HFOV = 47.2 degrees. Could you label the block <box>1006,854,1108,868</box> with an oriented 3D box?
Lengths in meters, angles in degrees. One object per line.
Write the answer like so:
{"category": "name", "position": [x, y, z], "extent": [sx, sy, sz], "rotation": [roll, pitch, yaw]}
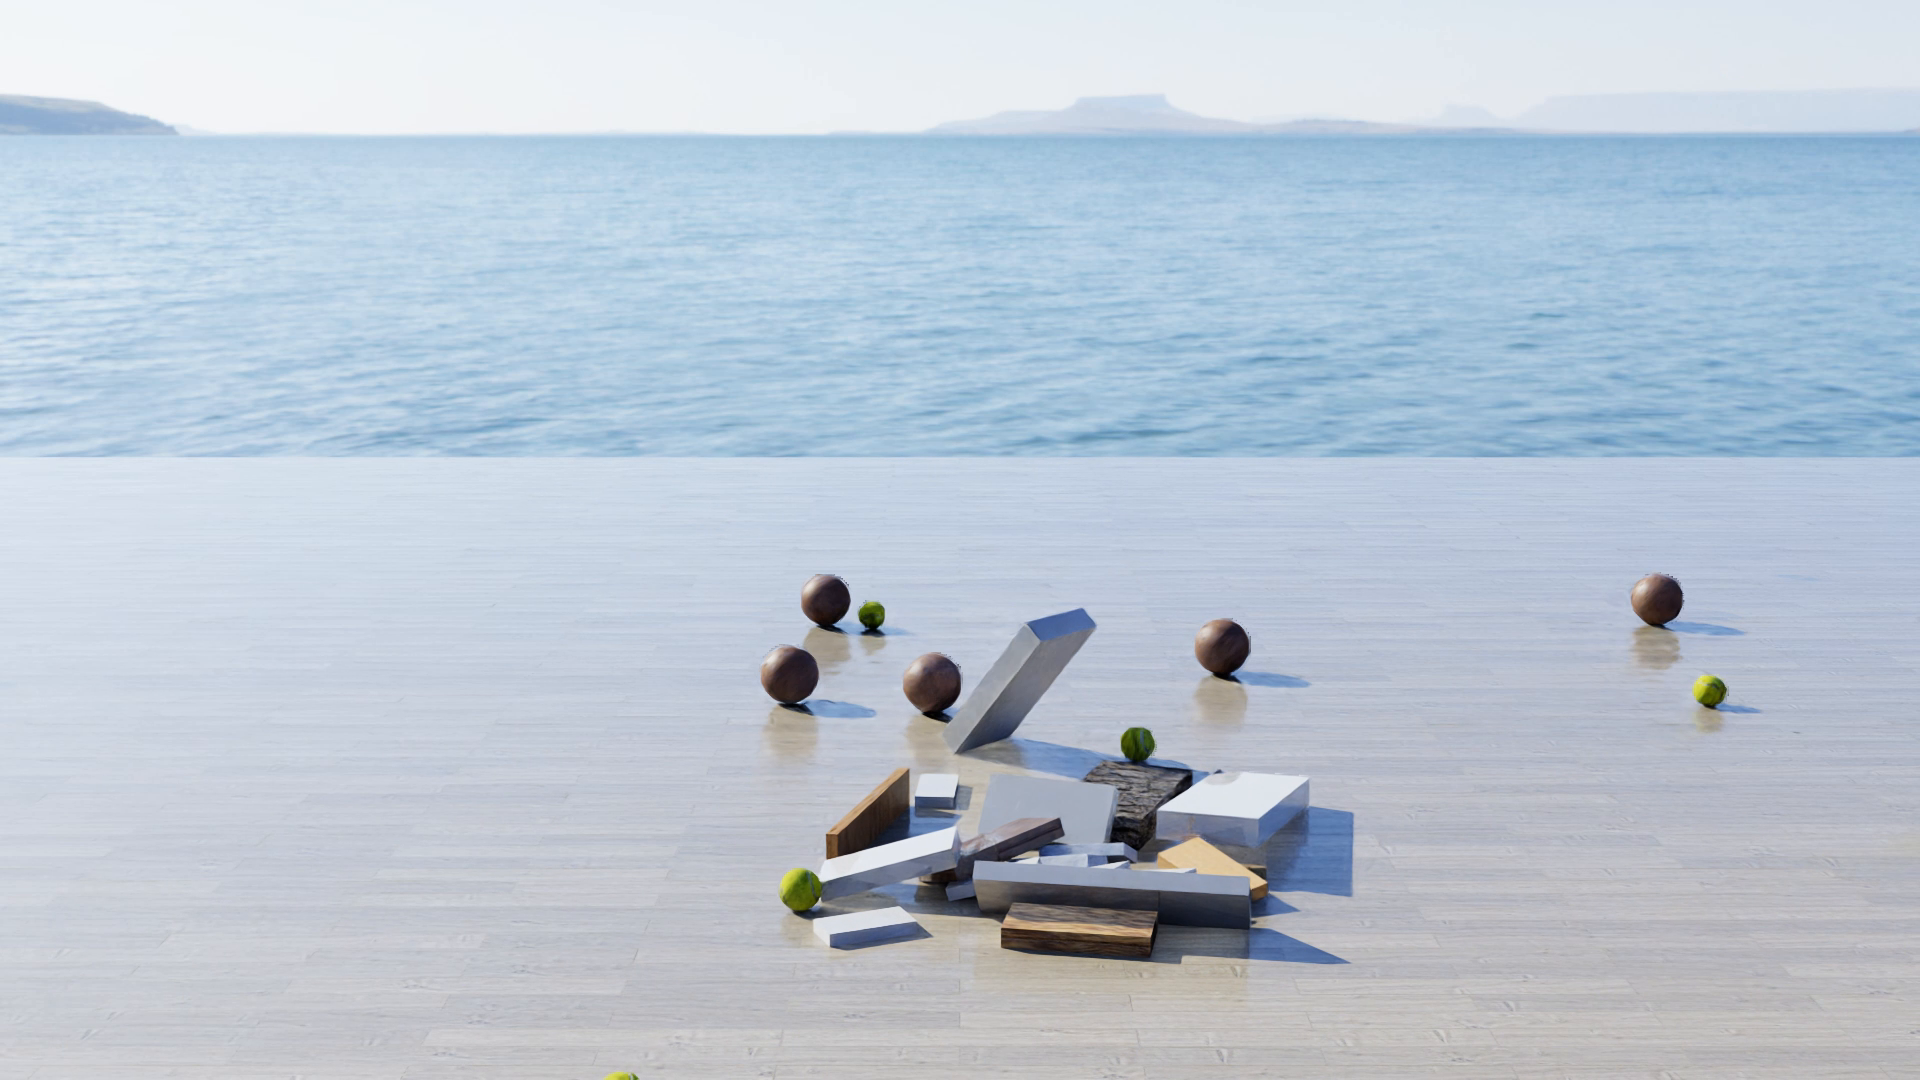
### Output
{"category": "block", "position": [0.164, 0.545, 3.701], "extent": [0.151, 0.021, 0.076], "rotation": [-8, -14, 28]}

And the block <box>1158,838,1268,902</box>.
{"category": "block", "position": [0.419, 0.556, 3.660], "extent": [0.089, 0.025, 0.177], "rotation": [-17, 28, -30]}

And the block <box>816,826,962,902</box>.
{"category": "block", "position": [-0.117, 0.540, 3.669], "extent": [0.234, 0.033, 0.117], "rotation": [-15, 9, 7]}

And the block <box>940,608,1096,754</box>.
{"category": "block", "position": [0.116, 0.287, 4.462], "extent": [0.178, 0.356, 0.050], "rotation": [-12, 56, -47]}

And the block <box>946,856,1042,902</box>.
{"category": "block", "position": [0.057, 0.562, 3.648], "extent": [0.151, 0.021, 0.076], "rotation": [-14, 7, 13]}

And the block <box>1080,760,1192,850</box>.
{"category": "block", "position": [0.297, 0.488, 4.078], "extent": [0.178, 0.050, 0.356], "rotation": [4, 11, 21]}

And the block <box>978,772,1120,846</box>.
{"category": "block", "position": [0.157, 0.486, 3.920], "extent": [0.234, 0.117, 0.033], "rotation": [4, -27, 21]}

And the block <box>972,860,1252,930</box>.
{"category": "block", "position": [0.243, 0.566, 3.503], "extent": [0.436, 0.117, 0.033], "rotation": [2, 54, 10]}

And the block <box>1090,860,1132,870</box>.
{"category": "block", "position": [0.184, 0.560, 3.602], "extent": [0.177, 0.025, 0.089], "rotation": [-14, -2, 29]}

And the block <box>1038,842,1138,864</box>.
{"category": "block", "position": [0.218, 0.536, 3.749], "extent": [0.151, 0.021, 0.076], "rotation": [-5, -20, 21]}

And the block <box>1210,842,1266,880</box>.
{"category": "block", "position": [0.473, 0.545, 3.819], "extent": [0.117, 0.033, 0.233], "rotation": [1, 11, 8]}

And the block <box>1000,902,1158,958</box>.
{"category": "block", "position": [0.189, 0.612, 3.458], "extent": [0.233, 0.033, 0.117], "rotation": [2, 11, 10]}

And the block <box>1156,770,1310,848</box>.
{"category": "block", "position": [0.498, 0.481, 3.962], "extent": [0.178, 0.050, 0.451], "rotation": [2, 4, 20]}

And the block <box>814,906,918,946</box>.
{"category": "block", "position": [-0.150, 0.613, 3.489], "extent": [0.148, 0.021, 0.074], "rotation": [-5, 11, -23]}

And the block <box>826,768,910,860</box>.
{"category": "block", "position": [-0.162, 0.501, 3.948], "extent": [0.021, 0.074, 0.415], "rotation": [3, 11, 16]}

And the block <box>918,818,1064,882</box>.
{"category": "block", "position": [0.051, 0.527, 3.748], "extent": [0.234, 0.033, 0.117], "rotation": [-17, 3, -34]}

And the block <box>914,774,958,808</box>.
{"category": "block", "position": [-0.043, 0.479, 4.208], "extent": [0.074, 0.021, 0.148], "rotation": [1, 11, 4]}

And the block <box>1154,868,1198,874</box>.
{"category": "block", "position": [0.295, 0.564, 3.613], "extent": [0.089, 0.025, 0.177], "rotation": [-10, 0, -44]}
